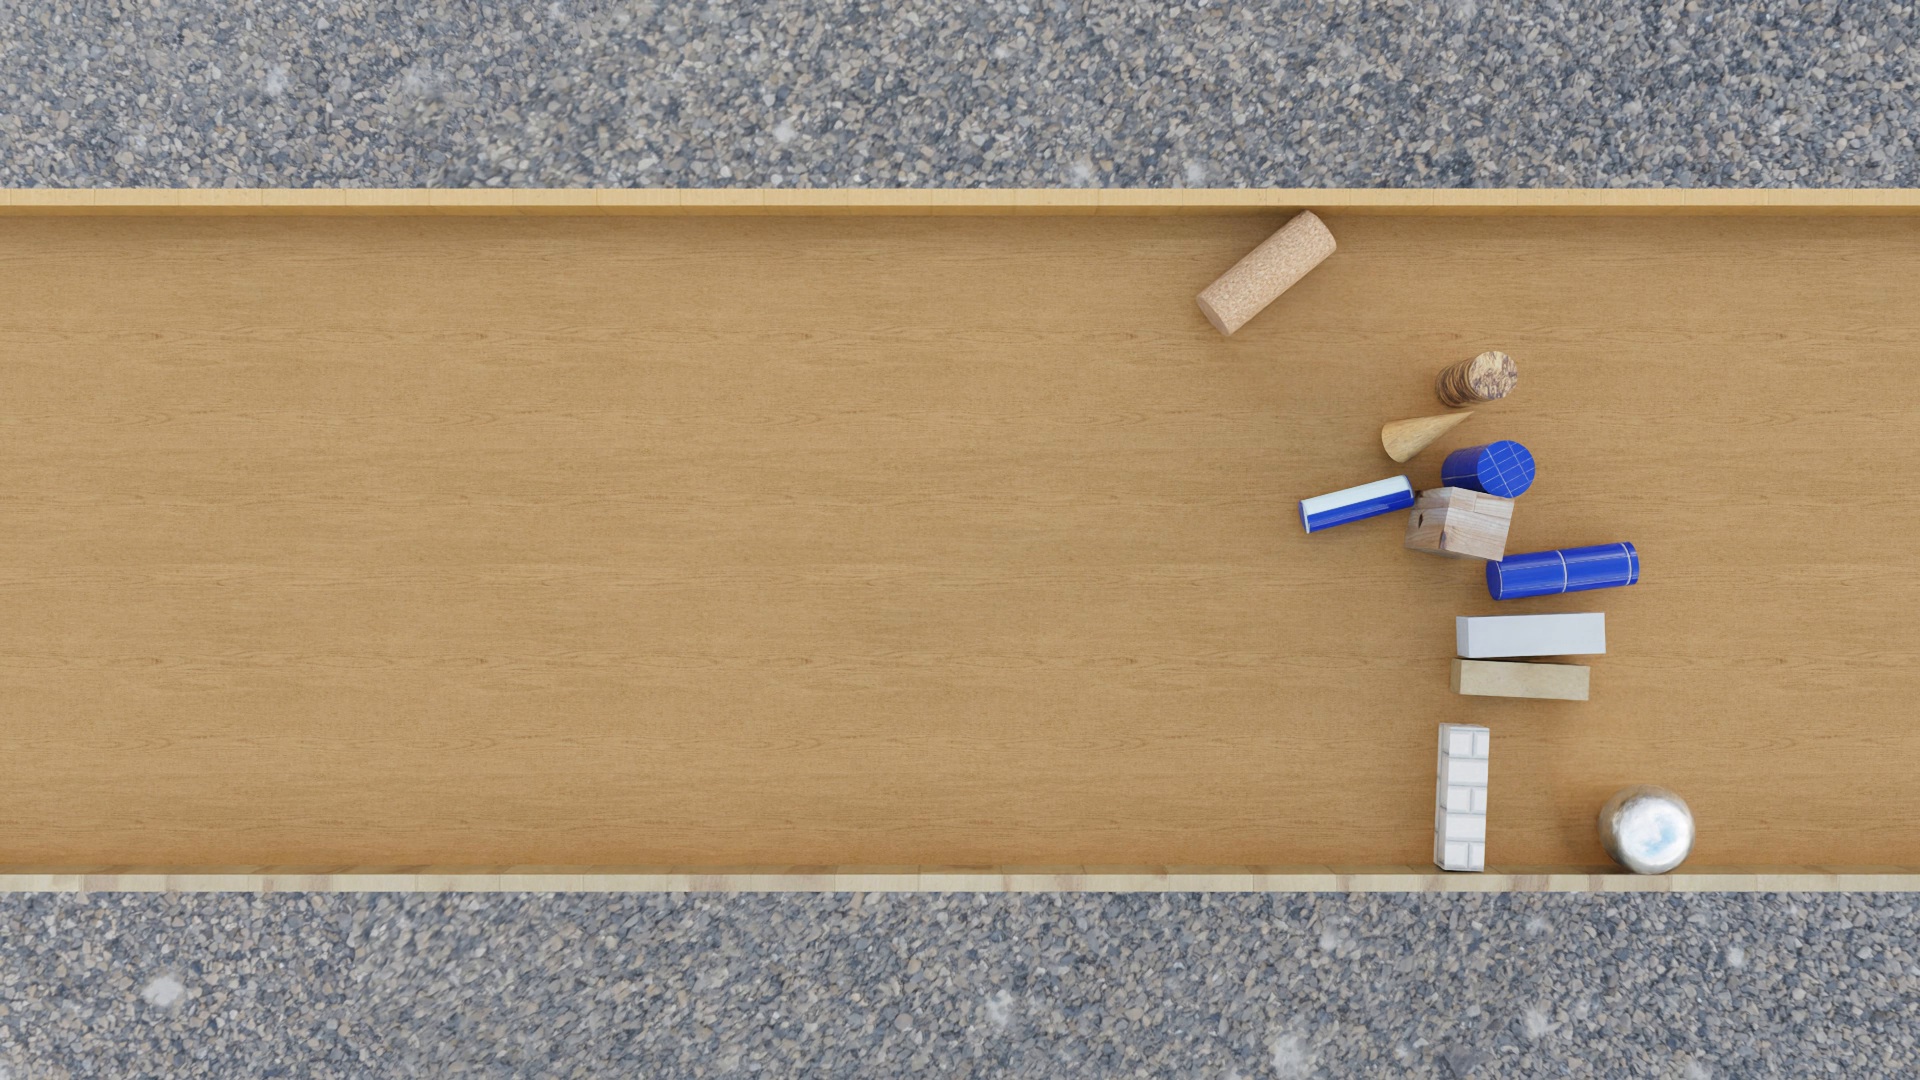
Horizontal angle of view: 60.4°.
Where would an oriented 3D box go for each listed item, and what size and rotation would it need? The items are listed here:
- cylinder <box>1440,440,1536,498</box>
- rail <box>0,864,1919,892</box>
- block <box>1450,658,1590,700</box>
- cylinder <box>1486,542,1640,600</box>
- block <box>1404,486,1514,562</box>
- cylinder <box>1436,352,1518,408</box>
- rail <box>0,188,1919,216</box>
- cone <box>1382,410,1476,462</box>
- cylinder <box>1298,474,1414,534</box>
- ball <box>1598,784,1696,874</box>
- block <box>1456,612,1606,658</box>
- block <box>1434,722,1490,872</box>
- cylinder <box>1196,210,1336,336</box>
[{"bbox_3d":[1.563,-0.202,4.898,0.166,0.357,0.166,0,90,0],"label":"cylinder"},{"bbox_3d":[-2.247,1.025,5.001,12.000,0.150,0.050,0,90,0],"label":"rail"},{"bbox_3d":[1.704,0.423,5.025,0.386,0.103,0.103,3,90,0],"label":"block"},{"bbox_3d":[1.828,0.095,5.010,0.417,0.133,0.133,-7,90,0],"label":"cylinder"},{"bbox_3d":[1.470,-0.045,4.881,0.180,0.392,0.180,12,90,0],"label":"block"},{"bbox_3d":[1.532,-0.473,4.906,0.139,0.341,0.139,0,90,0],"label":"cylinder"},{"bbox_3d":[-2.247,-1.025,5.002,12.000,0.150,0.050,0,90,0],"label":"rail"},{"bbox_3d":[1.417,-0.338,4.912,0.136,0.306,0.136,9,71,-29],"label":"cone"},{"bbox_3d":[1.206,-0.110,5.026,0.328,0.102,0.102,-14,90,0],"label":"cylinder"},{"bbox_3d":[2.056,0.866,4.942,0.269,0.269,0.269,0,90,0],"label":"ball"},{"bbox_3d":[1.733,0.287,5.016,0.410,0.120,0.120,-2,90,0],"label":"block"},{"bbox_3d":[1.525,0.779,5.018,0.117,0.117,0.430,2,90,0],"label":"block"},{"bbox_3d":[0.927,-0.808,4.998,0.416,0.158,0.158,-39,90,0],"label":"cylinder"}]
